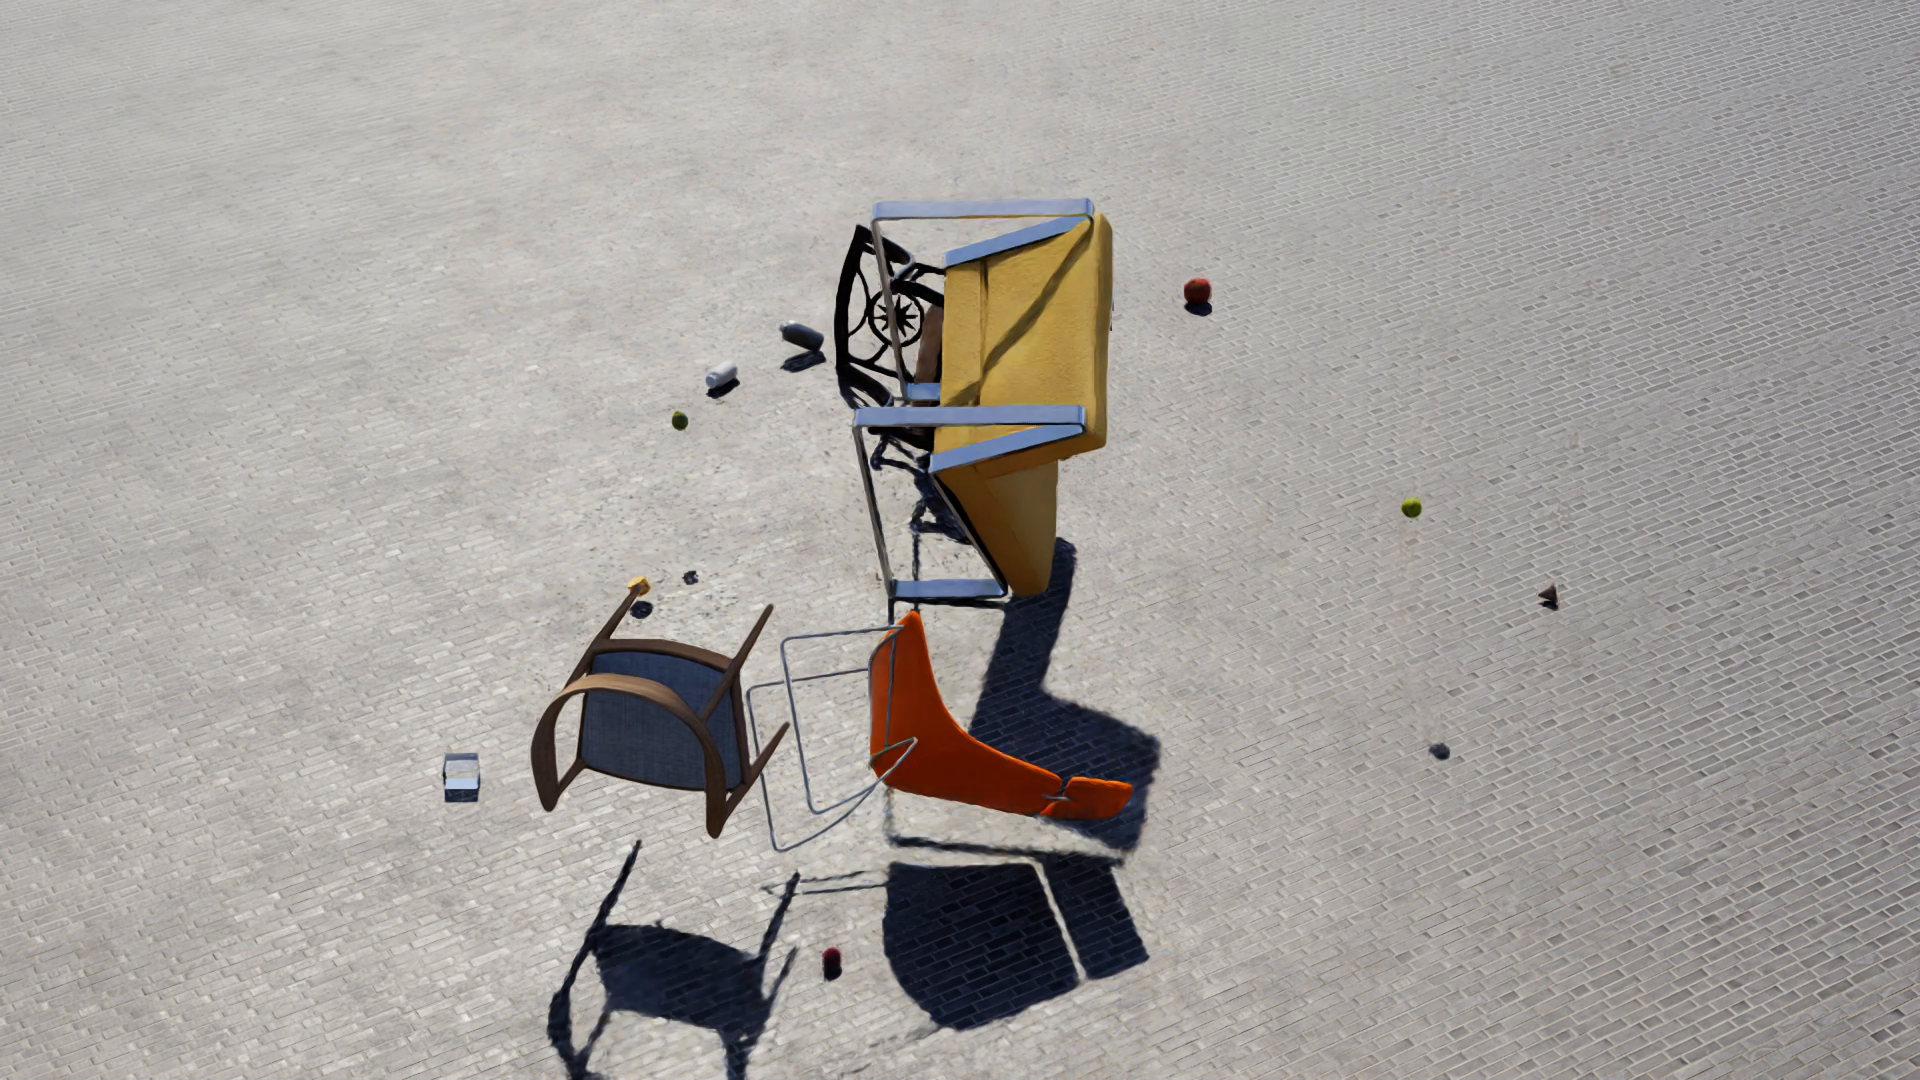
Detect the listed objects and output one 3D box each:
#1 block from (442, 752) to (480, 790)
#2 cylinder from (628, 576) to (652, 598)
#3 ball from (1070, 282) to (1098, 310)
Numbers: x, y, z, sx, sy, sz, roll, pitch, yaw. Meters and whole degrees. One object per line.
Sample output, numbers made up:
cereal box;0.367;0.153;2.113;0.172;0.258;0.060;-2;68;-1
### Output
block;-1.651;0.765;9.717;0.109;0.074;0.099;-1;33;-1
cylinder;-1.157;0.169;10.578;0.074;0.050;0.060;-17;24;28
ball;0.526;-1.036;12.411;0.116;0.116;0.116;0;33;0
